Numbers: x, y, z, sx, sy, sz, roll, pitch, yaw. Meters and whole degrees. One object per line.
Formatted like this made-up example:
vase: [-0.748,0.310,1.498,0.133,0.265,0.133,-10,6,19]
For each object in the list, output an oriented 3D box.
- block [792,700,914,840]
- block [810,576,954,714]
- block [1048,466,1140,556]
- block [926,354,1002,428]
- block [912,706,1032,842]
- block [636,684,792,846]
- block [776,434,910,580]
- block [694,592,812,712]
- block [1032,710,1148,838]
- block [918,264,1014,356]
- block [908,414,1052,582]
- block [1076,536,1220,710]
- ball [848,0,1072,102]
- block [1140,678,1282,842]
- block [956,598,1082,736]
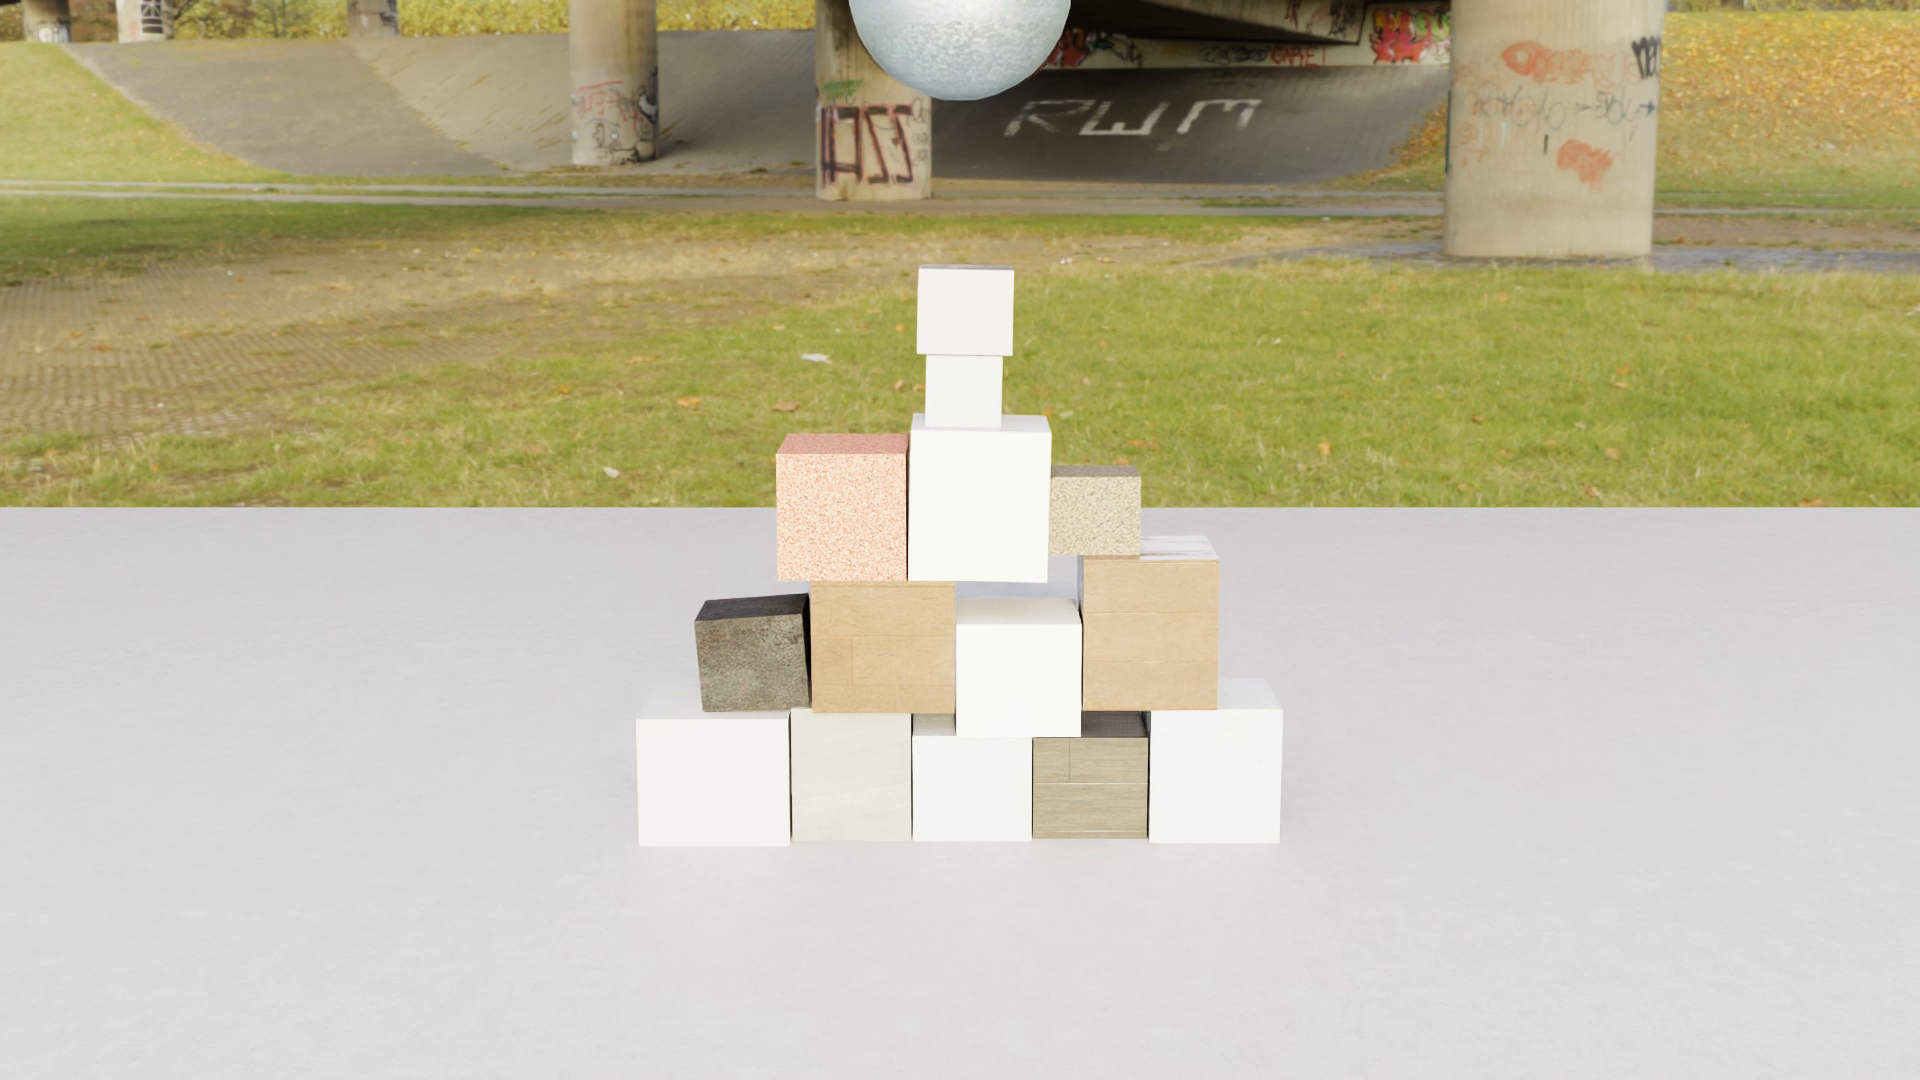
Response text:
block: [-0.548,1.136,11.390,0.601,0.689,0.581,0,10,0]
block: [-0.382,0.469,11.254,0.710,0.672,0.721,0,10,0]
block: [0.670,-0.154,11.146,0.458,0.394,0.398,0,10,0]
block: [0.019,-0.772,11.039,0.372,0.362,0.372,1,10,0]
block: [0.062,1.203,11.408,0.599,0.551,0.608,0,10,0]
block: [-1.238,1.154,11.381,0.758,0.657,0.716,0,10,0]
block: [-0.581,-0.177,11.165,0.633,0.631,0.763,0,10,0]
block: [-1.045,0.575,11.302,0.540,0.473,0.519,-4,10,1]
block: [0.660,1.211,11.418,0.578,0.532,0.548,0,10,0]
block: [0.026,-1.153,10.964,0.465,0.412,0.459,1,10,0]
block: [0.095,-0.224,11.119,0.685,0.743,0.676,1,10,0]
block: [0.950,0.415,11.252,0.670,0.768,0.664,0,10,0]
ball: [0.000,-3.939,15.653,1.600,1.600,1.600,0,10,0]
block: [1.288,1.133,11.391,0.658,0.695,0.649,0,10,0]
block: [0.295,0.647,11.311,0.622,0.578,0.643,0,10,0]
